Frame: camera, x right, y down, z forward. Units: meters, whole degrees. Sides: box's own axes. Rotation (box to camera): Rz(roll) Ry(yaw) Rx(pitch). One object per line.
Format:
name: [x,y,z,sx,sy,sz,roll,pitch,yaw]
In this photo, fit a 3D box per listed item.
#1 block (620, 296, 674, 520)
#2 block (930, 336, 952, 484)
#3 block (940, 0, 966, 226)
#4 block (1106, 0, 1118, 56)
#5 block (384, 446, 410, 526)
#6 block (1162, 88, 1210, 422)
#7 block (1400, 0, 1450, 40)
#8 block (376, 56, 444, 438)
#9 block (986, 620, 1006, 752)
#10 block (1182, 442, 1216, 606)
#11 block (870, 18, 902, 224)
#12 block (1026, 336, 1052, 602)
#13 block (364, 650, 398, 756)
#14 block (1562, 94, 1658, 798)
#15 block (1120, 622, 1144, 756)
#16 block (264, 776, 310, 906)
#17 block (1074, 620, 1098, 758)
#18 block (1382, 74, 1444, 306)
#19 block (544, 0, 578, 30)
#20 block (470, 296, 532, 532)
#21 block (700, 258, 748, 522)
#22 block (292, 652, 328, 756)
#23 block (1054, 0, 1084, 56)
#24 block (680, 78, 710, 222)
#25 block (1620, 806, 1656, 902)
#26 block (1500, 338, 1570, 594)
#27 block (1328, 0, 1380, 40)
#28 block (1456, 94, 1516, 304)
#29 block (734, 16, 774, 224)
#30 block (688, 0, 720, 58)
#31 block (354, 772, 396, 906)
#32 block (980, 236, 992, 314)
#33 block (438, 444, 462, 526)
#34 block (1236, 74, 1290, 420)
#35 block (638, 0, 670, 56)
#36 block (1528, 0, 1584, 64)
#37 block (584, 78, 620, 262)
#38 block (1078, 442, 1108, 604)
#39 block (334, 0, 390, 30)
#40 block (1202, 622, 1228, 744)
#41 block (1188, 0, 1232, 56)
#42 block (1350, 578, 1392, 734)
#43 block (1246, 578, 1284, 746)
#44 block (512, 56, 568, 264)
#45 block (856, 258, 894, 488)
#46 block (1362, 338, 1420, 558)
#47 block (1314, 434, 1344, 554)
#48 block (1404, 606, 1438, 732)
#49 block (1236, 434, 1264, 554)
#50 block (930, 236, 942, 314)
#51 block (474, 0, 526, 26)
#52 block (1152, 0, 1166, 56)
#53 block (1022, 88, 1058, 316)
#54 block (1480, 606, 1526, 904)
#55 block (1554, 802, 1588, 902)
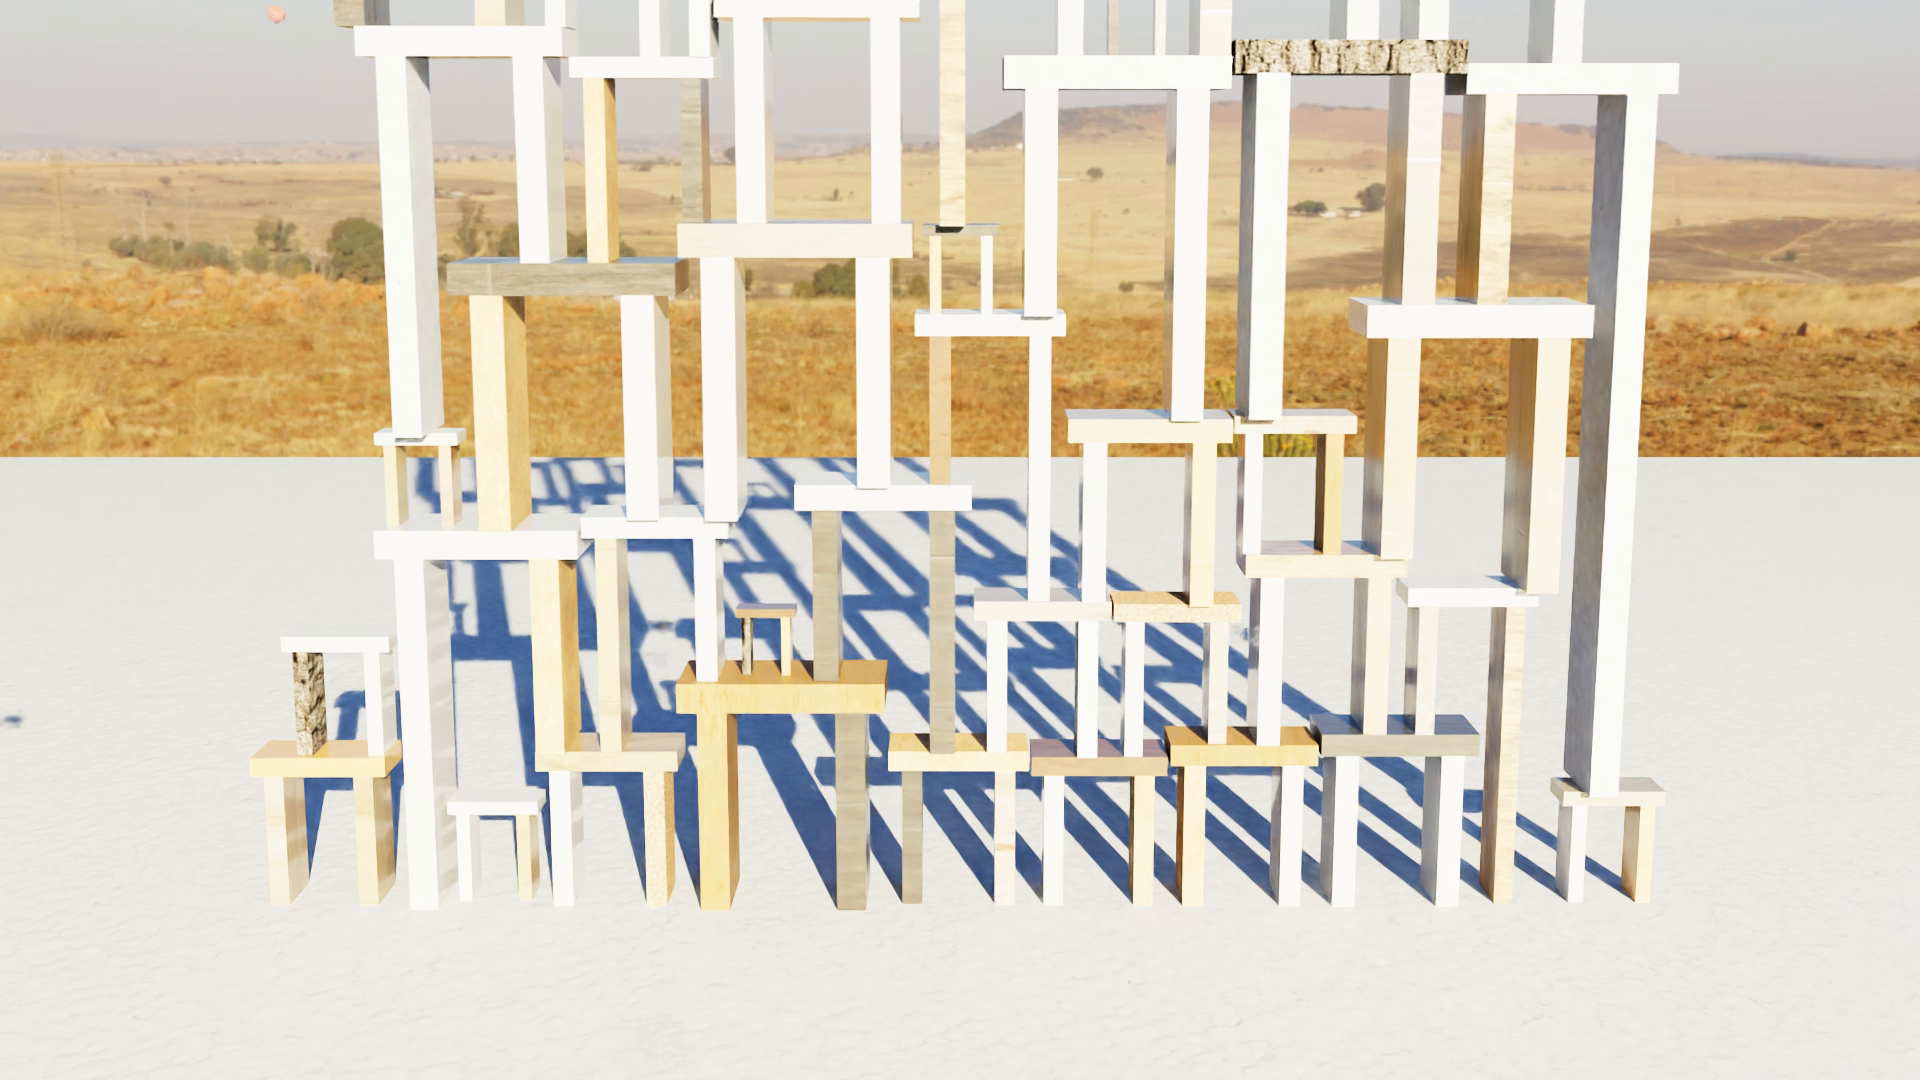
block: [-0.500,-0.221,3.522,0.050,0.353,0.176,0,11,0]
block: [-0.031,-0.214,3.522,0.033,0.236,0.118,0,11,0]
block: [-0.011,-0.756,3.416,0.038,0.526,0.135,0,11,0]
block: [0.236,-0.803,3.406,0.015,0.108,0.054,0,11,0]
block: [-0.907,-0.093,3.540,0.019,0.131,0.066,0,11,0]
block: [0.355,-0.452,3.474,0.049,0.509,0.173,0,11,0]
block: [0.720,-0.926,3.392,0.044,0.308,0.154,0,11,0]
block: [-0.866,-0.462,3.470,0.044,0.584,0.157,0,11,0]
block: [0.060,0.227,3.598,0.031,0.220,0.110,0,11,0]
block: [0.386,-0.035,3.548,0.037,0.264,0.129,0,11,0]
block: [-0.114,-0.654,3.438,0.044,0.310,0.155,0,11,0]
block: [0.126,-0.121,3.538,0.033,0.425,0.118,0,11,0]
block: [-0.951,0.258,3.611,0.025,0.174,0.087,0,11,0]
block: [1.042,-0.147,3.537,0.046,1.117,0.161,0,11,0]
block: [0.282,0.232,3.602,0.029,0.224,0.102,0,11,0]
block: [-1.117,0.483,3.648,0.031,0.219,0.109,0,11,0]
block: [0.206,0.231,3.598,0.031,0.228,0.110,0,11,0]
block: [0.711,-0.552,3.459,0.050,0.352,0.176,0,11,0]
block: [-0.618,-0.899,3.390,0.030,0.214,0.107,0,11,0]
block: [-0.734,-0.211,3.524,0.050,0.371,0.176,0,11,0]
block: [-0.375,-0.249,3.512,0.051,0.412,0.180,0,11,0]
block: [-1.067,0.258,3.611,0.025,0.174,0.087,0,11,0]
block: [0.169,-0.882,3.393,0.038,0.269,0.135,0,11,0]
block: [-0.414,-0.611,3.447,0.031,0.221,0.110,0,11,0]
block: [1.125,0.509,3.651,0.024,0.167,0.083,0,11,0]
block: [0.922,-0.130,3.531,0.049,0.406,0.175,0,11,0]
block: [0.609,-0.937,3.380,0.047,0.333,0.167,0,11,0]
block: [0.827,-0.538,3.465,0.046,0.321,0.161,0,11,0]
block: [-0.321,-0.655,3.439,0.044,0.310,0.155,0,11,0]
block: [-0.394,-0.906,3.383,0.031,0.321,0.109,1,11,2]
block: [-0.971,0.483,3.648,0.031,0.219,0.109,0,11,0]
block: [0.042,-0.422,3.481,0.017,0.121,0.060,0,11,0]
block: [-0.820,-0.093,3.540,0.019,0.131,0.066,0,11,0]
block: [0.477,-0.465,3.474,0.050,0.530,0.176,0,11,0]
block: [-0.473,-0.877,3.394,0.030,0.259,0.107,0,11,1]
block: [0.925,-0.909,3.395,0.044,0.343,0.154,0,11,0]
block: [-0.563,-0.581,3.455,0.031,0.281,0.110,0,11,1]
block: [0.213,-0.038,3.548,0.037,0.258,0.129,0,11,0]
block: [-0.926,-0.950,3.379,0.045,0.320,0.160,-1,11,0]
block: [0.417,0.222,3.600,0.029,0.203,0.102,0,10,0]
block: [0.387,-0.925,3.381,0.047,0.357,0.167,0,11,0]
block: [0.671,0.175,3.597,0.037,0.258,0.129,0,11,0]
block: [0.499,0.185,3.599,0.037,0.278,0.129,0,11,0]
block: [-0.657,-0.596,3.446,0.044,0.313,0.157,0,11,0]
block: [-0.135,-0.275,3.508,0.051,0.360,0.180,0,11,0]
block: [0.689,-0.158,3.525,0.049,0.349,0.175,0,11,0]
block: [0.595,-0.083,3.547,0.027,0.194,0.097,0,11,0]
block: [0.754,0.200,3.601,0.030,0.209,0.104,0,11,0]
block: [0.466,-0.082,3.546,0.027,0.194,0.097,0,11,0]
block: [-0.038,-0.422,3.481,0.017,0.121,0.060,0,11,0]
block: [-0.713,-0.951,3.379,0.045,0.320,0.160,-1,11,0]
block: [0.308,-0.803,3.406,0.015,0.108,0.054,0,11,0]
block: [0.125,-0.532,3.459,0.049,0.346,0.173,0,11,0]
block: [0.893,0.343,3.626,0.030,0.501,0.104,0,11,0]
block: [1.014,0.509,3.651,0.024,0.167,0.083,0,11,0]
